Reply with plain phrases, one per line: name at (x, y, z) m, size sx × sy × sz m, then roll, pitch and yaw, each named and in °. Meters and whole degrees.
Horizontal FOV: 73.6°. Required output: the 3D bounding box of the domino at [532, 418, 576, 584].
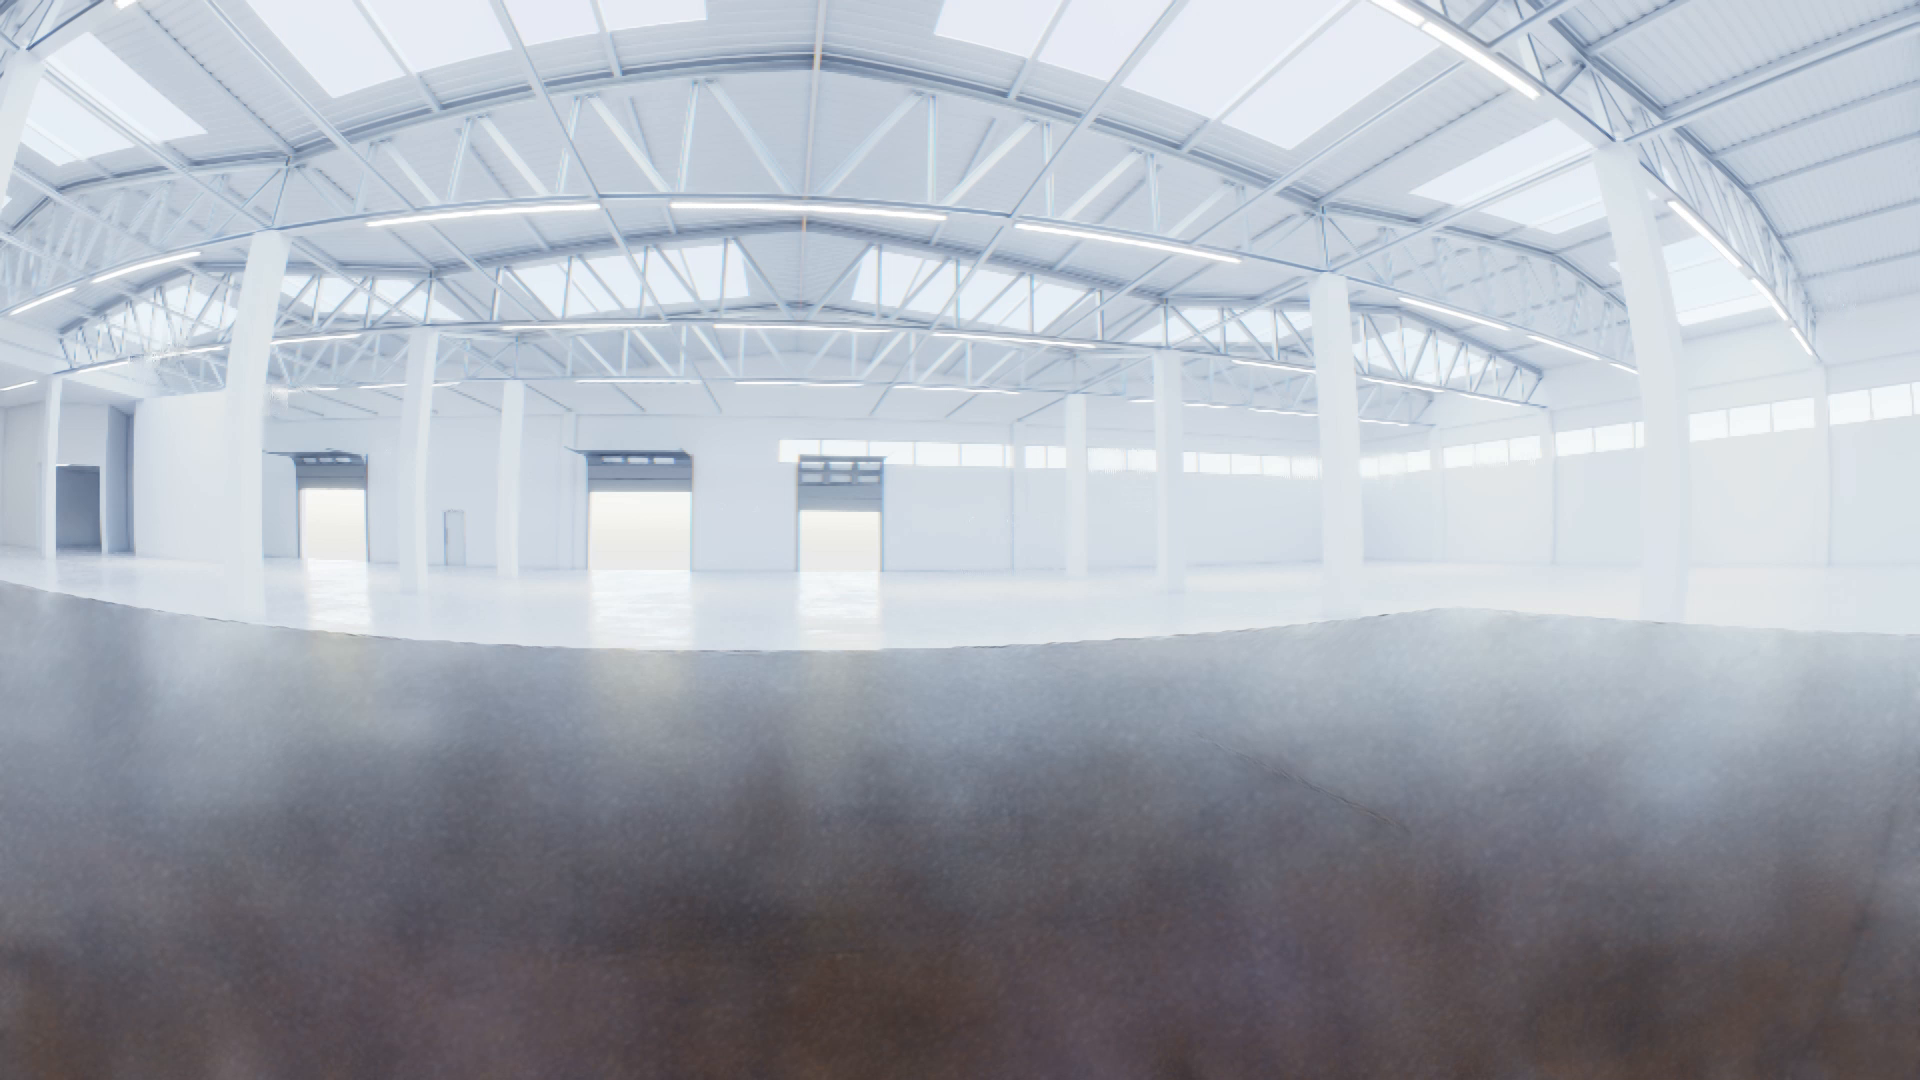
domino at (-0.120, -0.013, 0.402) m, size 0.010 × 0.050 × 0.025 m, roll 4°, pitch 6°, yaw 43°

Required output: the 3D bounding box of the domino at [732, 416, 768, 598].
domino at (-0.052, -0.010, 0.365) m, size 0.025 × 0.050 × 0.010 m, roll -4°, pitch 6°, yaw -43°

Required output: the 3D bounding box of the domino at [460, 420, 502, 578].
domino at (-0.154, -0.014, 0.419) m, size 0.010 × 0.050 × 0.025 m, roll 0°, pitch 4°, yaw 2°

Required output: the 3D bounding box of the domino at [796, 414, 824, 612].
domino at (-0.029, -0.007, 0.333) m, size 0.025 × 0.050 × 0.010 m, roll -2°, pitch 5°, yaw -29°

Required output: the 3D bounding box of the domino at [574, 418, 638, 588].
domino at (-0.104, -0.012, 0.389) m, size 0.009 × 0.050 × 0.025 m, roll 2°, pitch 5°, yaw 26°

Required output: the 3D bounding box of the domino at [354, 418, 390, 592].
domino at (-0.180, -0.010, 0.372) m, size 0.025 × 0.050 × 0.010 m, roll 0°, pitch 4°, yaw 3°

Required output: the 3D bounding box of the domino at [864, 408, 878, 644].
domino at (-0.008, -0.003, 0.279) m, size 0.025 × 0.050 × 0.010 m, roll -1°, pitch 4°, yaw -15°

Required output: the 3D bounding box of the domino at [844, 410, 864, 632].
domino at (-0.013, -0.005, 0.297) m, size 0.025 × 0.050 × 0.010 m, roll -1°, pitch 5°, yaw -19°

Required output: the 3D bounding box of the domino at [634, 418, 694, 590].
domino at (-0.086, -0.011, 0.384) m, size 0.010 × 0.050 × 0.025 m, roll 2°, pitch 5°, yaw 21°

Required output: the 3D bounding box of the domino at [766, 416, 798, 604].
domino at (-0.039, -0.009, 0.350) m, size 0.025 × 0.050 × 0.010 m, roll -3°, pitch 5°, yaw -35°

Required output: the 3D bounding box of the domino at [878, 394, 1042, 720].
domino at (0.000, 0.002, 0.201) m, size 0.025 × 0.050 × 0.010 m, roll 0°, pitch 4°, yaw 0°

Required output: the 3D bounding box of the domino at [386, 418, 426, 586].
domino at (-0.178, -0.012, 0.391) m, size 0.025 × 0.050 × 0.010 m, roll 1°, pitch 4°, yaw 14°

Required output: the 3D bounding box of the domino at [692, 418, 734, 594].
domino at (-0.067, -0.011, 0.377) m, size 0.010 × 0.050 × 0.025 m, roll 2°, pitch 5°, yaw 25°

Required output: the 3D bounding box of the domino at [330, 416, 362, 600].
domino at (-0.180, -0.009, 0.352) m, size 0.025 × 0.050 × 0.010 m, roll 0°, pitch 4°, yaw -5°

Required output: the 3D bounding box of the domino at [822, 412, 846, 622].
domino at (-0.020, -0.006, 0.316) m, size 0.025 × 0.050 × 0.009 m, roll -2°, pitch 5°, yaw -23°

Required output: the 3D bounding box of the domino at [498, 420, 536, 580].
domino at (-0.135, -0.013, 0.413) m, size 0.009 × 0.050 × 0.025 m, roll 2°, pitch 5°, yaw 26°

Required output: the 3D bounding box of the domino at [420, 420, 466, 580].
domino at (-0.170, -0.013, 0.409) m, size 0.025 × 0.050 × 0.010 m, roll 3°, pitch 5°, yaw 36°

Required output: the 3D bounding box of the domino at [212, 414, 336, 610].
domino at (-0.178, -0.007, 0.333) m, size 0.025 × 0.050 × 0.009 m, roll -1°, pitch 4°, yaw -8°

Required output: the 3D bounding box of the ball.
ball at (0.000, -0.002, 0.056) m, size 0.080 × 0.080 × 0.080 m, roll 0°, pitch 4°, yaw 0°
